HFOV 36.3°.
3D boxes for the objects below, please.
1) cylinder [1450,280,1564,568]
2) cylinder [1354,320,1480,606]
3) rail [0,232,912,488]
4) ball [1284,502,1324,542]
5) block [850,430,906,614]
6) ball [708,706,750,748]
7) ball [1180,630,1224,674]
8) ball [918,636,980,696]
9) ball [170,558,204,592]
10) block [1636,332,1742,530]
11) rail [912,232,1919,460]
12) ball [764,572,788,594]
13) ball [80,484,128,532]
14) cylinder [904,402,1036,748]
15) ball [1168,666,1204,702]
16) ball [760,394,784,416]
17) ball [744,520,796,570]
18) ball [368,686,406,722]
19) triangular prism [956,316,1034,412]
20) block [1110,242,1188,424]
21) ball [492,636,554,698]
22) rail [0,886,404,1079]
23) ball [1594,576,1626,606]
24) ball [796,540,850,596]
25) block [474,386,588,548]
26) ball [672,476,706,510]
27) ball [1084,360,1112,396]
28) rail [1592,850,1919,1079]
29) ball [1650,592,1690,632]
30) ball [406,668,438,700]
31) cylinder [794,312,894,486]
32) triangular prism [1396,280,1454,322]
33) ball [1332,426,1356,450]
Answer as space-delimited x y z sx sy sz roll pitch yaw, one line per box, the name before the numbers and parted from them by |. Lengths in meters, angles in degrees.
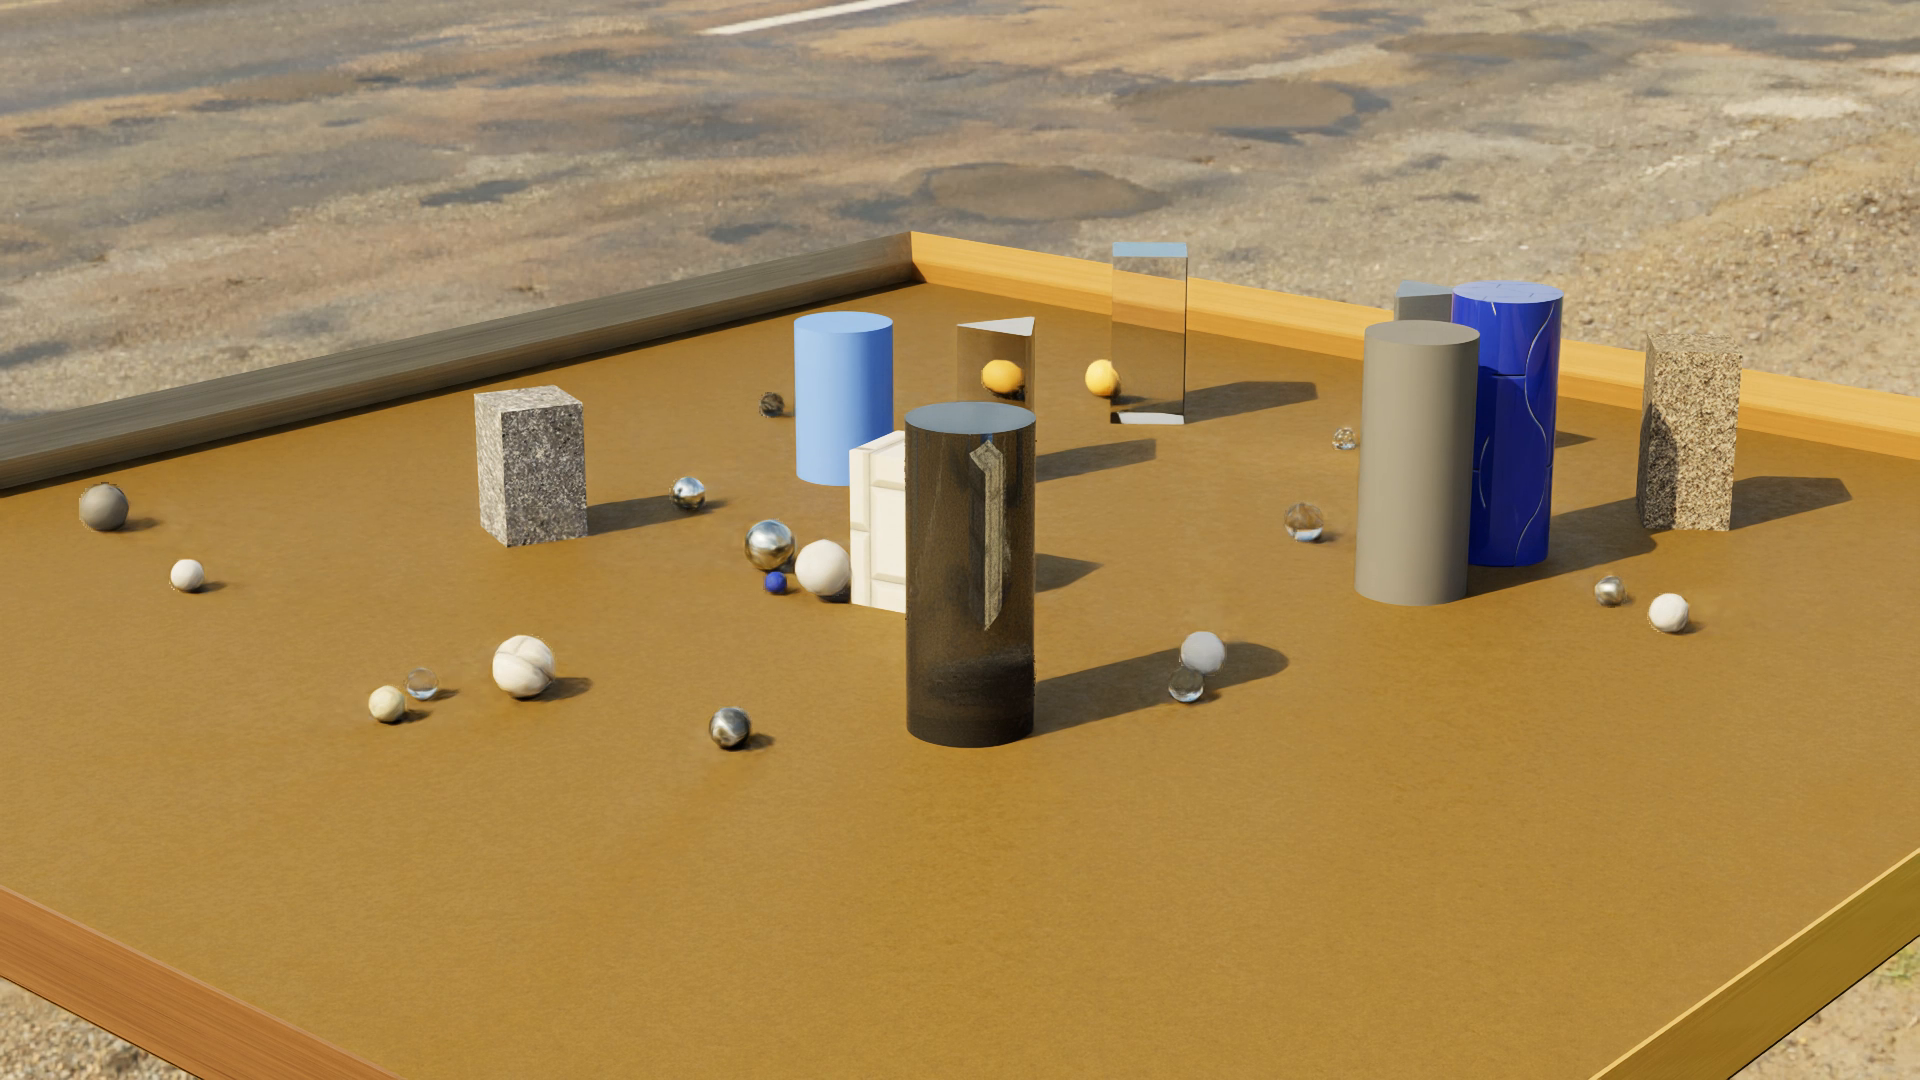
cylinder | 0.980 -0.211 5.310 0.196 0.486 0.196 0 17 0
cylinder | 0.793 -0.135 5.099 0.196 0.462 0.196 0 17 0
rail | -1.396 -0.318 6.280 0.045 0.127 3.919 14 22 39
ball | 0.638 -0.033 5.434 0.073 0.073 0.073 0 17 0
block | -0.081 -0.030 5.074 0.157 0.274 0.157 10 19 29
ball | -0.346 0.282 4.406 0.063 0.063 0.063 0 17 0
ball | 0.391 0.182 4.724 0.071 0.071 0.071 0 17 0
ball | -0.017 0.198 4.628 0.095 0.095 0.095 0 17 0
ball | -1.356 0.062 5.146 0.058 0.058 0.058 0 17 0
block | 1.375 -0.205 5.541 0.157 0.341 0.157 2 17 7
rail | 1.269 -0.390 6.520 3.744 0.127 0.045 14 22 39
ball | -0.322 0.075 5.133 0.040 0.040 0.040 0 17 0
ball | -1.605 -0.061 5.499 0.088 0.088 0.088 0 17 0
cylinder | 0.015 0.051 4.435 0.196 0.488 0.196 0 17 0
ball | 0.355 0.227 4.601 0.056 0.056 0.056 0 17 0
ball | -0.405 -0.291 6.327 0.052 0.052 0.052 0 17 0
ball | -0.341 0.009 5.260 0.092 0.092 0.092 0 17 0
ball | -0.882 0.253 4.515 0.056 0.056 0.056 0 17 0
triangular prism | 0.105 -0.286 5.874 0.170 0.302 0.147 11 20 33
block | 0.404 -0.445 6.296 0.157 0.363 0.157 1 17 3
ball | -0.688 0.200 4.620 0.098 0.098 0.098 0 17 0
rail | -1.269 0.454 3.720 3.744 0.127 0.045 14 22 39
ball | 1.124 0.088 5.069 0.051 0.051 0.051 0 17 0
ball | -0.237 0.049 5.083 0.098 0.098 0.098 0 17 0
block | -0.800 -0.139 5.467 0.157 0.257 0.157 -8 19 -26
ball | -0.522 -0.089 5.633 0.065 0.065 0.065 0 17 0
ball | 0.318 -0.358 6.497 0.082 0.082 0.082 0 17 0
rail | 1.396 0.382 3.960 0.045 0.127 3.919 14 22 39
ball | 1.193 0.122 4.930 0.066 0.066 0.066 0 17 0
ball | -0.847 0.226 4.614 0.050 0.050 0.050 0 17 0
cylinder | -0.231 -0.284 5.855 0.196 0.310 0.196 0 17 0
triangular prism | 0.922 -0.333 5.927 0.170 0.363 0.147 -5 17 -16
ball | 0.794 -0.210 6.063 0.048 0.048 0.048 0 17 0
